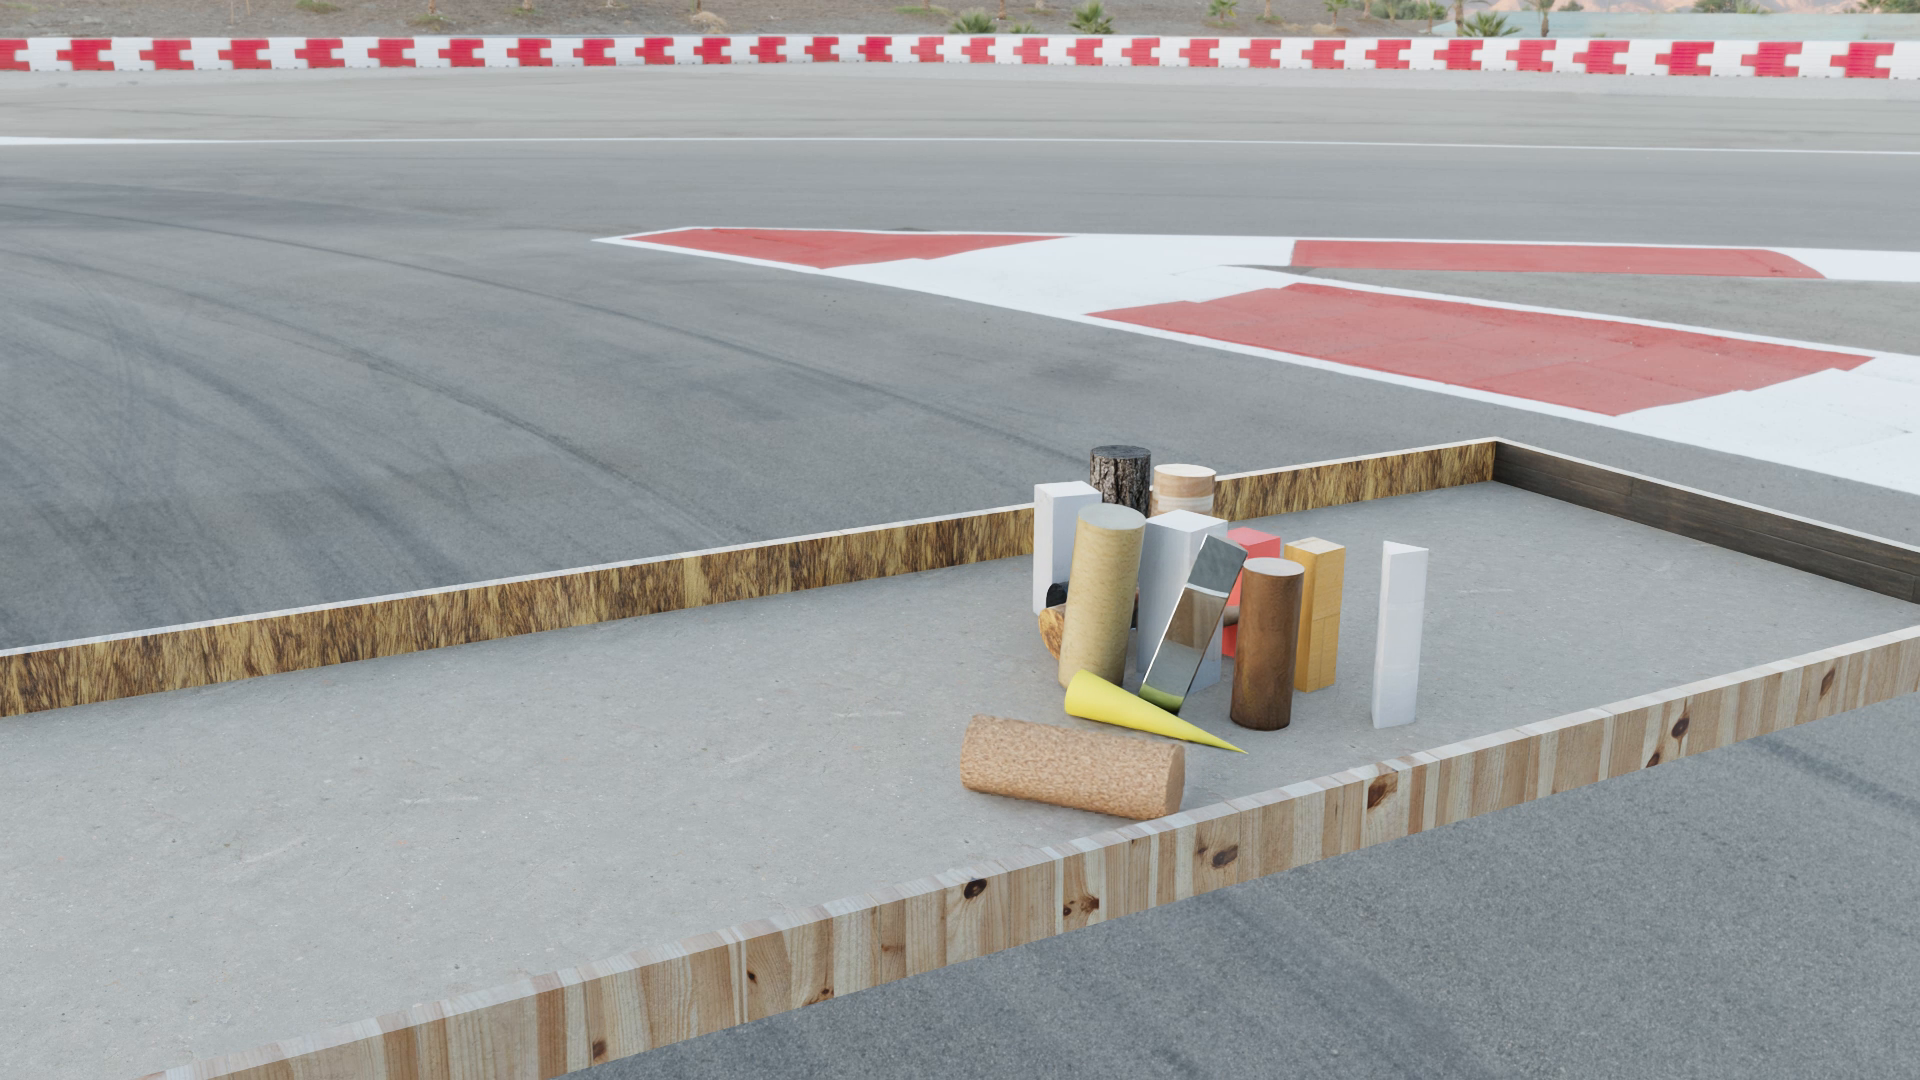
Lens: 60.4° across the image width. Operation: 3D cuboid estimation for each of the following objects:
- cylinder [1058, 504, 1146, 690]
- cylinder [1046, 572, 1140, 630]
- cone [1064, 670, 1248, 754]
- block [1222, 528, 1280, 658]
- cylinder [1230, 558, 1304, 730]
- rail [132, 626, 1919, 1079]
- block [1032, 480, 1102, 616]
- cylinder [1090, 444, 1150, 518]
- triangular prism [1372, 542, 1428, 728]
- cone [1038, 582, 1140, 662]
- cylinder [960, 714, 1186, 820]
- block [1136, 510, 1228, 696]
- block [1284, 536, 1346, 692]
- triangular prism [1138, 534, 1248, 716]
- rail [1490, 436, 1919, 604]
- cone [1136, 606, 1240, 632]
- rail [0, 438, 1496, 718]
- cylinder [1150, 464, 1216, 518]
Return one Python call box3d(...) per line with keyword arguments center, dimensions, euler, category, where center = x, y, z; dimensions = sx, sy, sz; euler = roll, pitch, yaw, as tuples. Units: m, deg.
box3d(center=(0.343, 0.147, 4.028), dimensions=(0.164, 0.446, 0.164), euler=(5, 23, -2), category="cylinder")
box3d(center=(0.407, 0.175, 4.487), dimensions=(0.310, 0.154, 0.154), euler=(-7, 18, -22), category="cylinder")
box3d(center=(0.465, 0.422, 3.820), dimensions=(0.448, 0.113, 0.113), euler=(18, 23, 28), category="cone")
box3d(center=(0.743, 0.139, 4.328), dimensions=(0.126, 0.311, 0.126), euler=(-13, 21, -37), category="block")
box3d(center=(0.716, 0.242, 3.853), dimensions=(0.141, 0.378, 0.141), euler=(2, 16, -1), category="cylinder")
box3d(center=(-2.336, 1.006, 1.665), dimensions=(12.000, 0.150, 0.050), euler=(-9, 18, -27), category="rail")
box3d(center=(0.296, 0.037, 4.572), dimensions=(0.142, 0.370, 0.142), euler=(-5, 17, -17), category="block")
box3d(center=(0.466, -0.061, 4.840), dimensions=(0.175, 0.407, 0.175), euler=(0, 16, 0), category="cylinder")
box3d(center=(1.005, 0.219, 3.856), dimensions=(0.108, 0.425, 0.094), euler=(-6, 18, -21), category="triangular prism")
box3d(center=(0.433, 0.162, 4.341), dimensions=(0.454, 0.158, 0.158), euler=(-25, 27, -27), category="cone")
box3d(center=(0.235, 0.475, 3.453), dimensions=(0.444, 0.160, 0.160), euler=(7, 18, 21), category="cylinder")
box3d(center=(0.548, 0.154, 4.087), dimensions=(0.150, 0.420, 0.150), euler=(-16, 22, -42), category="block")
box3d(center=(0.867, 0.185, 4.087), dimensions=(0.104, 0.359, 0.104), euler=(-12, 21, -35), category="block")
box3d(center=(0.552, 0.206, 3.890), dimensions=(0.104, 0.443, 0.090), euler=(25, 12, 16), category="triangular prism")
box3d(center=(2.466, -0.048, 5.253), dimensions=(0.050, 0.150, 2.100), euler=(-9, 18, -27), category="rail")
box3d(center=(0.678, 0.198, 4.257), dimensions=(0.440, 0.114, 0.114), euler=(-11, 9, 30), category="cone")
box3d(center=(-3.305, 0.497, 3.399), dimensions=(12.000, 0.150, 0.050), euler=(-9, 18, -27), category="rail")
box3d(center=(0.611, 0.004, 4.601), dimensions=(0.169, 0.407, 0.169), euler=(3, 14, -1), category="cylinder")
